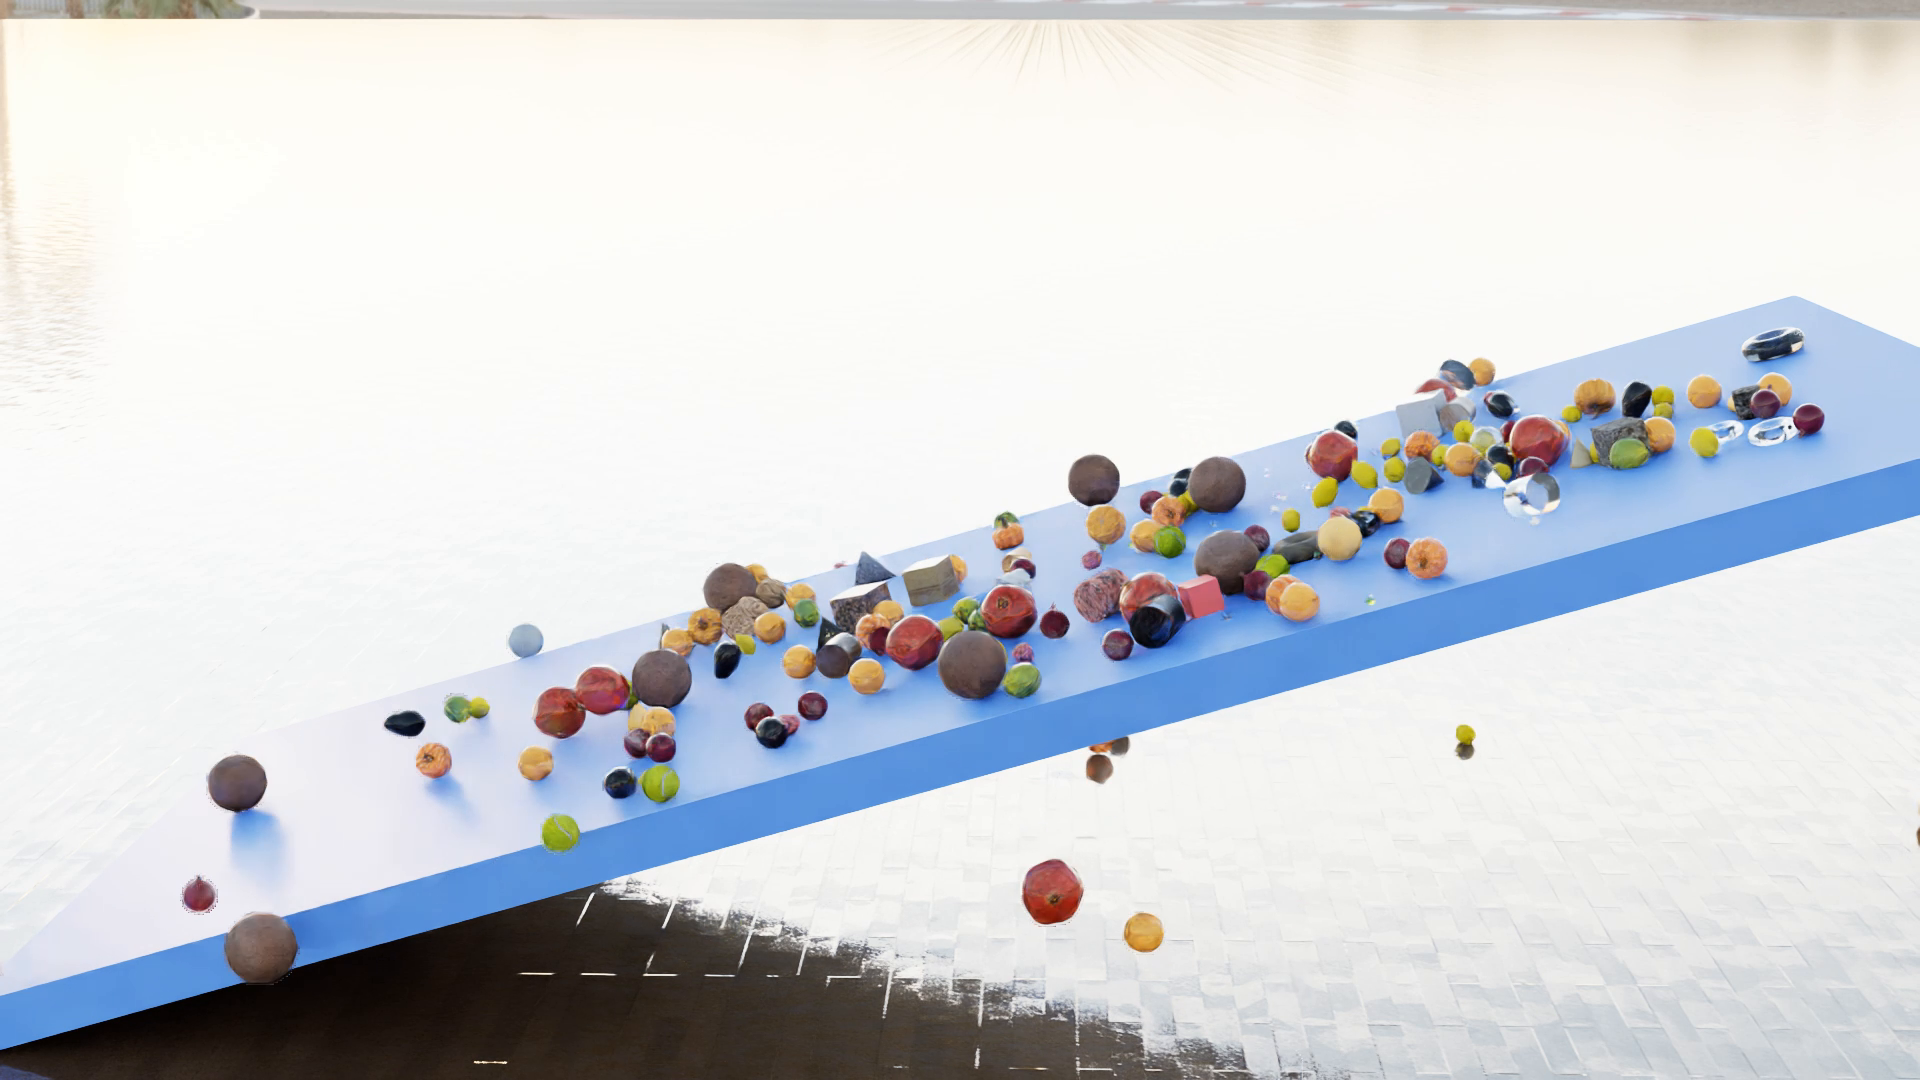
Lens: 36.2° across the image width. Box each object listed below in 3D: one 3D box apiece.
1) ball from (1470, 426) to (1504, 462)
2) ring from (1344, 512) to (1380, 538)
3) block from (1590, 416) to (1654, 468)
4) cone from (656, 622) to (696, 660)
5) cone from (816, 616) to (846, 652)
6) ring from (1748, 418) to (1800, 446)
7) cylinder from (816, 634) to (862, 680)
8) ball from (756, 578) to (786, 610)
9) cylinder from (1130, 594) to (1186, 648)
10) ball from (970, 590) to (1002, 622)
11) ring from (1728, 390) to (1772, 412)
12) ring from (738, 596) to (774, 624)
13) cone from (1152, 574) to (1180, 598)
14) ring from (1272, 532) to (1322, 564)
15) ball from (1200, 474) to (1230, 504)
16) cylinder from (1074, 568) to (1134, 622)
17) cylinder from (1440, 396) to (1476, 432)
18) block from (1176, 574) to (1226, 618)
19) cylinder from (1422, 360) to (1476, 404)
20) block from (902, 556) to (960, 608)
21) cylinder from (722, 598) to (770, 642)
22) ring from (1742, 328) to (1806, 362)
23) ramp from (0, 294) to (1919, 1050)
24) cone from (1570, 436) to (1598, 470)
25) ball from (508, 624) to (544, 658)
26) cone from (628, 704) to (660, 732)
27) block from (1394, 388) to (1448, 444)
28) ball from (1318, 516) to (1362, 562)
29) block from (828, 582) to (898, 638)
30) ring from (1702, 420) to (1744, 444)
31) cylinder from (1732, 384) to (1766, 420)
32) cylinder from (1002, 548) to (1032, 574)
[{"bbox_3d":[1.120,-0.204,6.253,0.075,0.075,0.075,0,11,0],"label":"ball"},{"bbox_3d":[0.786,-0.025,5.920,0.123,0.041,0.123,-17,9,3],"label":"ring"},{"bbox_3d":[1.318,-0.194,5.857,0.079,0.079,0.079,-19,10,-13],"label":"block"},{"bbox_3d":[-0.656,0.241,6.855,0.087,0.087,0.087,9,10,-8],"label":"cone"},{"bbox_3d":[-0.263,0.212,6.370,0.083,0.083,0.083,10,11,-2],"label":"cone"},{"bbox_3d":[1.565,-0.208,5.659,0.098,0.033,0.098,-18,13,4],"label":"ring"},{"bbox_3d":[-0.249,0.240,6.073,0.076,0.076,0.076,3,16,18],"label":"cylinder"},{"bbox_3d":[-0.441,0.125,6.865,0.074,0.074,0.074,0,11,0],"label":"ball"},{"bbox_3d":[0.370,0.152,5.508,0.083,0.083,0.083,4,17,21],"label":"cylinder"},{"bbox_3d":[0.055,0.138,6.167,0.065,0.065,0.065,0,11,0],"label":"ball"},{"bbox_3d":[1.614,-0.285,6.011,0.092,0.031,0.092,-15,9,3],"label":"ring"},{"bbox_3d":[-0.475,0.165,6.855,0.094,0.031,0.094,30,-17,10],"label":"ring"},{"bbox_3d":[0.417,0.104,5.865,0.057,0.057,0.057,15,15,16],"label":"cone"},{"bbox_3d":[0.682,0.015,5.876,0.121,0.040,0.121,-16,11,3],"label":"ring"},{"bbox_3d":[0.581,-0.116,6.686,0.068,0.068,0.068,0,11,0],"label":"ball"},{"bbox_3d":[0.287,0.111,5.868,0.085,0.085,0.085,10,26,42],"label":"cylinder"},{"bbox_3d":[1.137,-0.287,6.709,0.068,0.068,0.068,5,18,24],"label":"cylinder"},{"bbox_3d":[0.463,0.109,5.652,0.062,0.062,0.062,-19,10,-12],"label":"block"},{"bbox_3d":[1.148,-0.360,6.913,0.093,0.093,0.093,-7,-31,-31],"label":"cylinder"},{"bbox_3d":[-0.065,0.092,6.564,0.084,0.084,0.084,-12,11,27],"label":"block"},{"bbox_3d":[-0.494,0.183,6.779,0.082,0.082,0.082,5,17,23],"label":"cylinder"},{"bbox_3d":[1.790,-0.430,6.475,0.139,0.046,0.139,-17,10,3],"label":"ring"},{"bbox_3d":[0.091,0.187,6.320,4.000,0.100,2.000,-16,10,5],"label":"ramp"},{"bbox_3d":[1.254,-0.181,5.947,0.060,0.060,0.060,-16,10,3],"label":"cone"},{"bbox_3d":[-1.096,0.255,7.425,0.090,0.090,0.090,0,11,0],"label":"ball"},{"bbox_3d":[-0.648,0.378,6.115,0.063,0.063,0.063,16,16,20],"label":"cone"},{"bbox_3d":[1.064,-0.284,6.743,0.092,0.092,0.092,-12,11,28],"label":"block"},{"bbox_3d":[0.740,-0.002,5.734,0.087,0.087,0.087,0,11,0],"label":"ball"},{"bbox_3d":[-0.210,0.155,6.425,0.094,0.094,0.094,-10,12,35],"label":"block"},{"bbox_3d":[1.505,-0.213,5.803,0.083,0.028,0.083,-16,11,3],"label":"ring"},{"bbox_3d":[1.588,-0.276,5.923,0.057,0.057,0.057,-16,10,3],"label":"cylinder"},{"bbox_3d":[0.127,0.050,6.556,0.055,0.055,0.055,4,17,21],"label":"cylinder"}]
